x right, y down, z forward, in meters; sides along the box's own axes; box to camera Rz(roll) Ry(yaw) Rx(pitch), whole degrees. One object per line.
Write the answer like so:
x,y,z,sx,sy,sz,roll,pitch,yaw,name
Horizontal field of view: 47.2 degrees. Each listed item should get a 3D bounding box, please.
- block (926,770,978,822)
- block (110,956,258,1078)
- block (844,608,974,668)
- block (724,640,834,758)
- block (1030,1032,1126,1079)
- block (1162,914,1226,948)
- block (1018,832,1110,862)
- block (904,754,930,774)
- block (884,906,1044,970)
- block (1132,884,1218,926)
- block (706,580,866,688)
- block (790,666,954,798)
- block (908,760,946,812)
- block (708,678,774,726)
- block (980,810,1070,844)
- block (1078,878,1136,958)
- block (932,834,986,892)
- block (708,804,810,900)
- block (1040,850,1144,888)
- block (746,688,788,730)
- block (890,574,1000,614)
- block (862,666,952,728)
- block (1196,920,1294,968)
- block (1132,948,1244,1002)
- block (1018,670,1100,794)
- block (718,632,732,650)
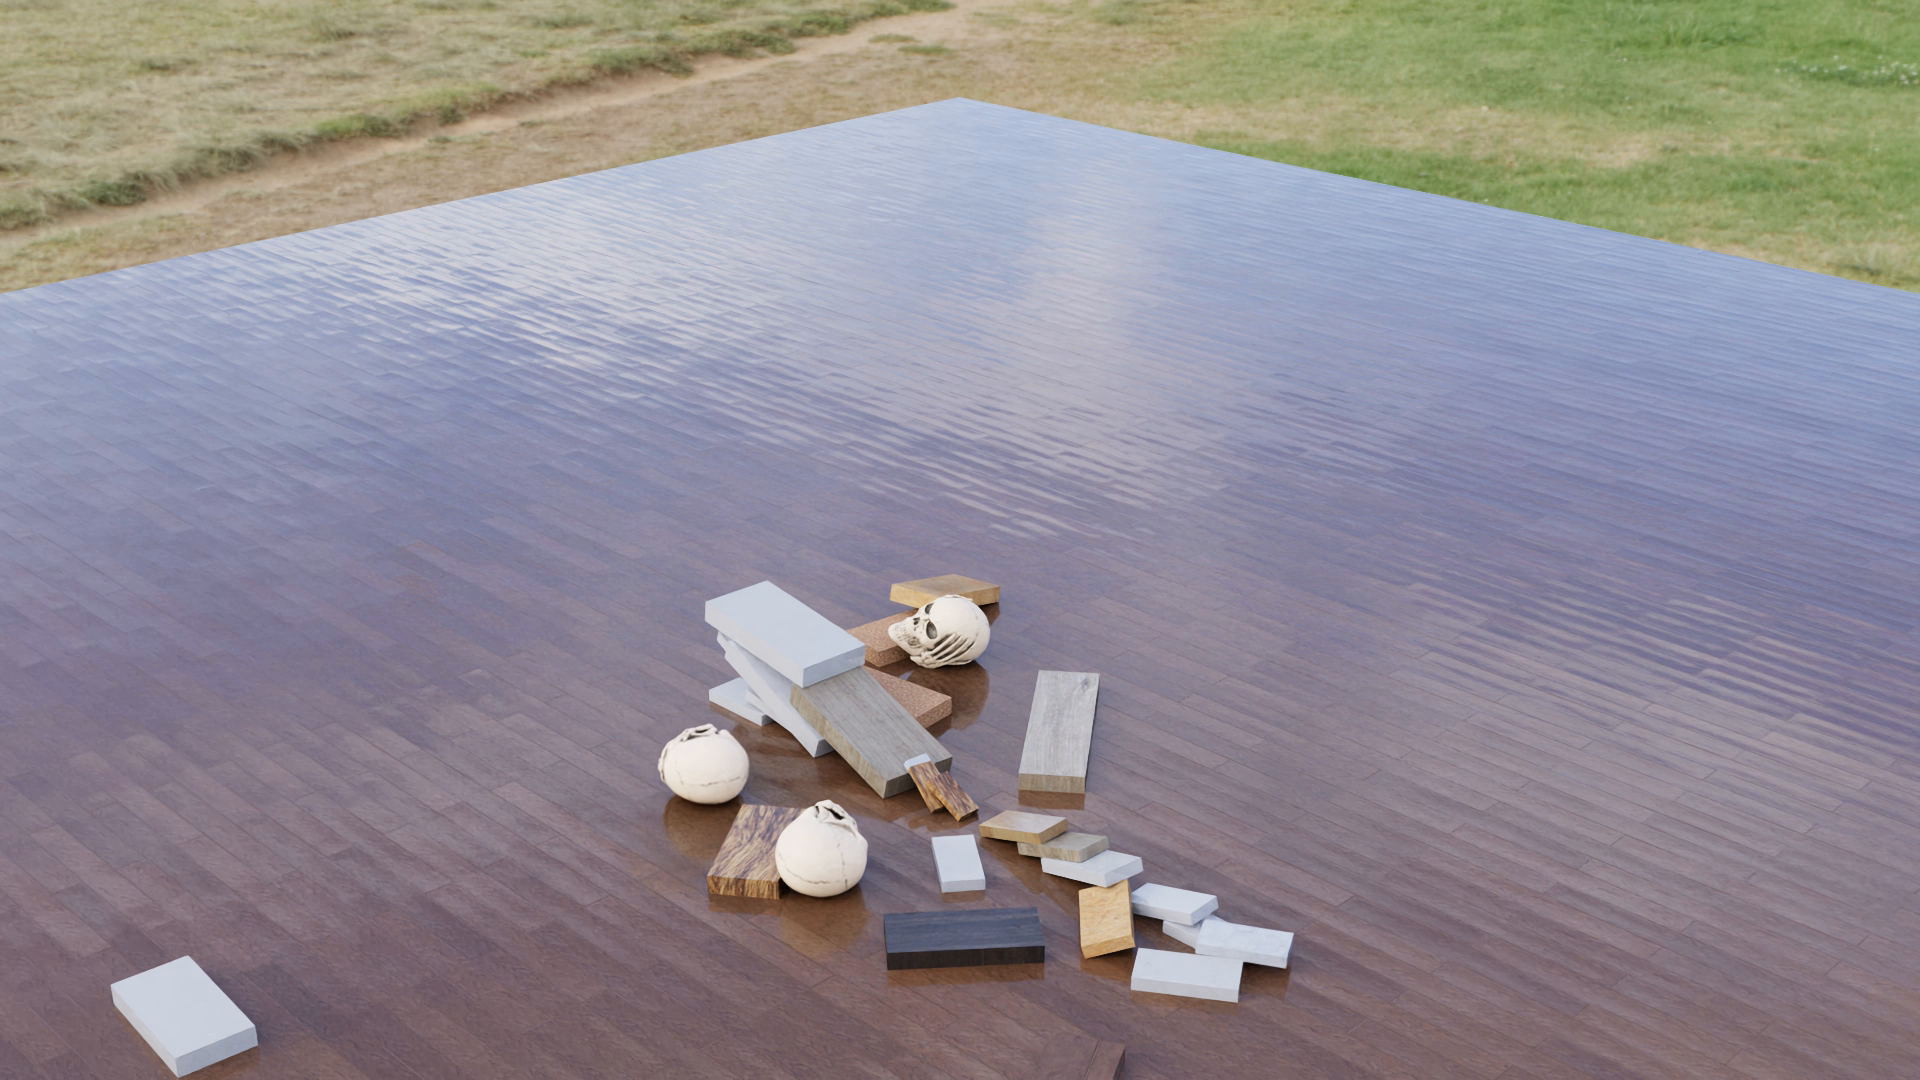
-0.015,0.519,4.459,0.053,0.015,0.106,-21,58,-40,block
-1.337,0.817,3.785,0.139,0.040,0.279,-19,29,-37,block
-0.120,0.220,5.191,0.279,0.040,0.140,-17,28,-34,block
-0.343,0.321,4.796,0.173,0.049,0.346,-18,48,-37,block
0.178,0.902,3.588,0.129,0.036,0.257,7,24,15,block
0.460,0.724,4.026,0.163,0.023,0.081,21,31,40,block
0.200,0.592,4.263,0.083,0.023,0.166,-19,13,-42,block
-0.065,0.491,4.510,0.053,0.015,0.106,-18,64,-36,block
0.006,0.725,4.005,0.283,0.036,0.129,-2,23,-4,block
0.390,0.677,4.090,0.163,0.023,0.081,3,19,44,block
-0.385,0.203,4.826,0.173,0.049,0.346,-20,36,-39,block
-0.190,0.399,4.645,0.173,0.049,0.346,-17,43,-35,block
-0.057,0.503,4.482,0.053,0.015,0.106,-12,59,-33,block
-0.466,0.358,4.884,0.178,0.025,0.089,21,31,40,block
0.125,0.566,4.338,0.083,0.023,0.166,-22,15,-42,block
0.270,0.696,4.051,0.094,0.027,0.188,-15,22,8,block
-0.004,0.625,4.257,0.083,0.023,0.166,-3,23,-7,block
-0.390,0.604,4.286,0.137,0.039,0.274,4,23,8,block
0.251,0.620,4.199,0.094,0.027,0.188,-17,12,-35,block
-0.377,0.366,4.813,0.178,0.025,0.089,32,37,34,block
-0.034,0.129,5.320,0.137,0.039,0.275,15,12,31,block
-0.171,0.352,4.881,0.279,0.040,0.140,17,28,35,block
0.513,0.727,3.960,0.163,0.023,0.081,7,24,15,block
0.404,0.772,3.906,0.188,0.027,0.094,5,23,11,block
0.218,0.408,4.749,0.137,0.039,0.480,3,23,6,block
-0.457,0.259,4.898,0.089,0.025,0.178,-14,46,-34,block
